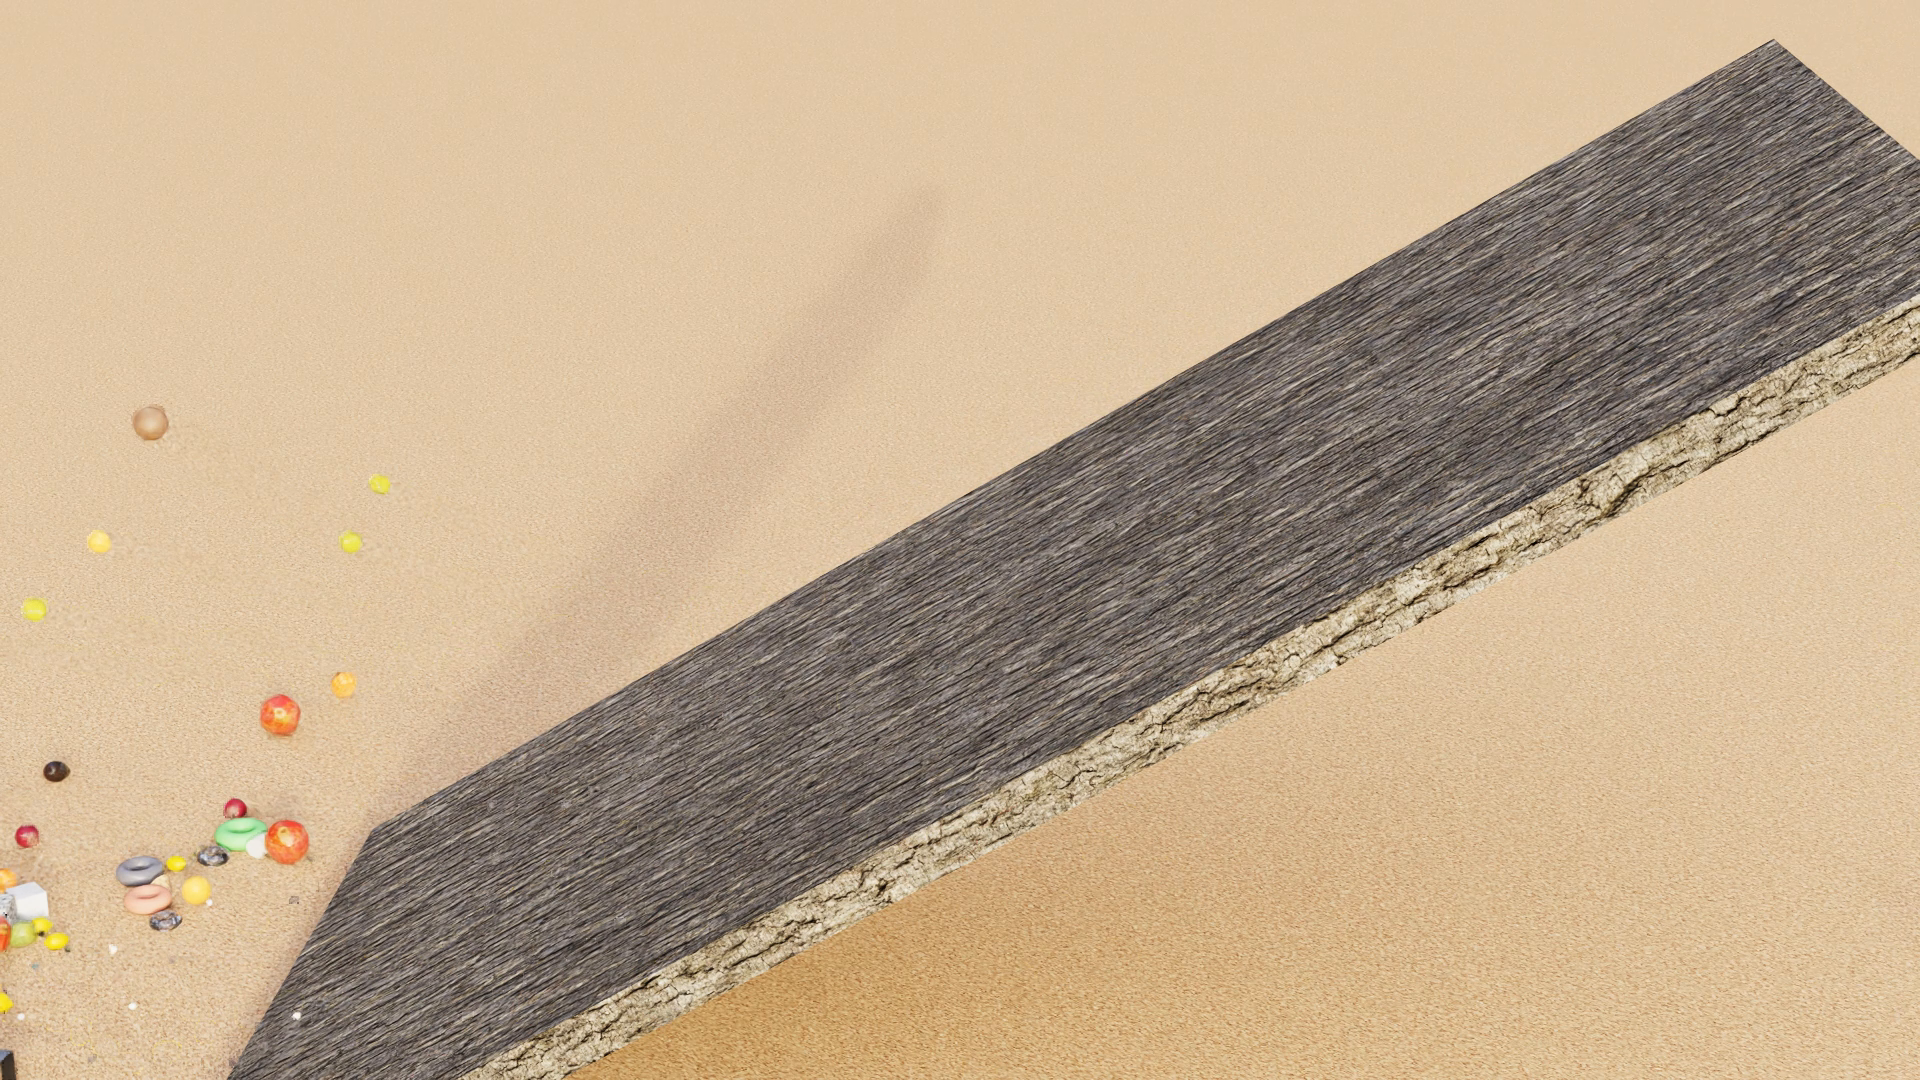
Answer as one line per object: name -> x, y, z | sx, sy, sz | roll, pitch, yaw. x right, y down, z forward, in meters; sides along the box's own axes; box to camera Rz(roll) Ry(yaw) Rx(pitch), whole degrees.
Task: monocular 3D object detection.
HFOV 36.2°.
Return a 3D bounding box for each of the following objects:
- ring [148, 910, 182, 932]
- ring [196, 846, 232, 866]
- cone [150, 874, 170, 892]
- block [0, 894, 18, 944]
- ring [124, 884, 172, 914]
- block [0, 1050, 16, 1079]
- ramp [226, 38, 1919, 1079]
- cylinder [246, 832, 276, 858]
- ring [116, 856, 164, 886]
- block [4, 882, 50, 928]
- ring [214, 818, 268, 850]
ring -> -1.976, 0.947, 7.316 | 0.083, 0.028, 0.083 | -1, 20, 0
ring -> -1.944, 0.825, 7.665 | 0.088, 0.029, 0.088 | 1, 20, 0
cone -> -2.021, 0.891, 7.481 | 0.056, 0.056, 0.056 | -19, 54, -44
block -> -2.384, 0.935, 7.255 | 0.090, 0.090, 0.090 | -1, 19, -4
ring -> -2.048, 0.906, 7.416 | 0.118, 0.039, 0.118 | 1, 20, 0
block -> -2.162, 1.190, 6.524 | 0.092, 0.092, 0.092 | 5, 20, 13
ramp -> 0.141, 0.169, 6.288 | 4.000, 0.100, 2.000 | -29, 15, 13
cylinder -> -1.829, 0.800, 7.700 | 0.053, 0.053, 0.053 | 12, 39, 32
ring -> -2.109, 0.853, 7.566 | 0.124, 0.041, 0.124 | -1, 20, 0
block -> -2.331, 0.911, 7.347 | 0.076, 0.076, 0.076 | -15, 24, -37
ring -> -1.899, 0.778, 7.773 | 0.140, 0.047, 0.140 | 1, 20, 0
